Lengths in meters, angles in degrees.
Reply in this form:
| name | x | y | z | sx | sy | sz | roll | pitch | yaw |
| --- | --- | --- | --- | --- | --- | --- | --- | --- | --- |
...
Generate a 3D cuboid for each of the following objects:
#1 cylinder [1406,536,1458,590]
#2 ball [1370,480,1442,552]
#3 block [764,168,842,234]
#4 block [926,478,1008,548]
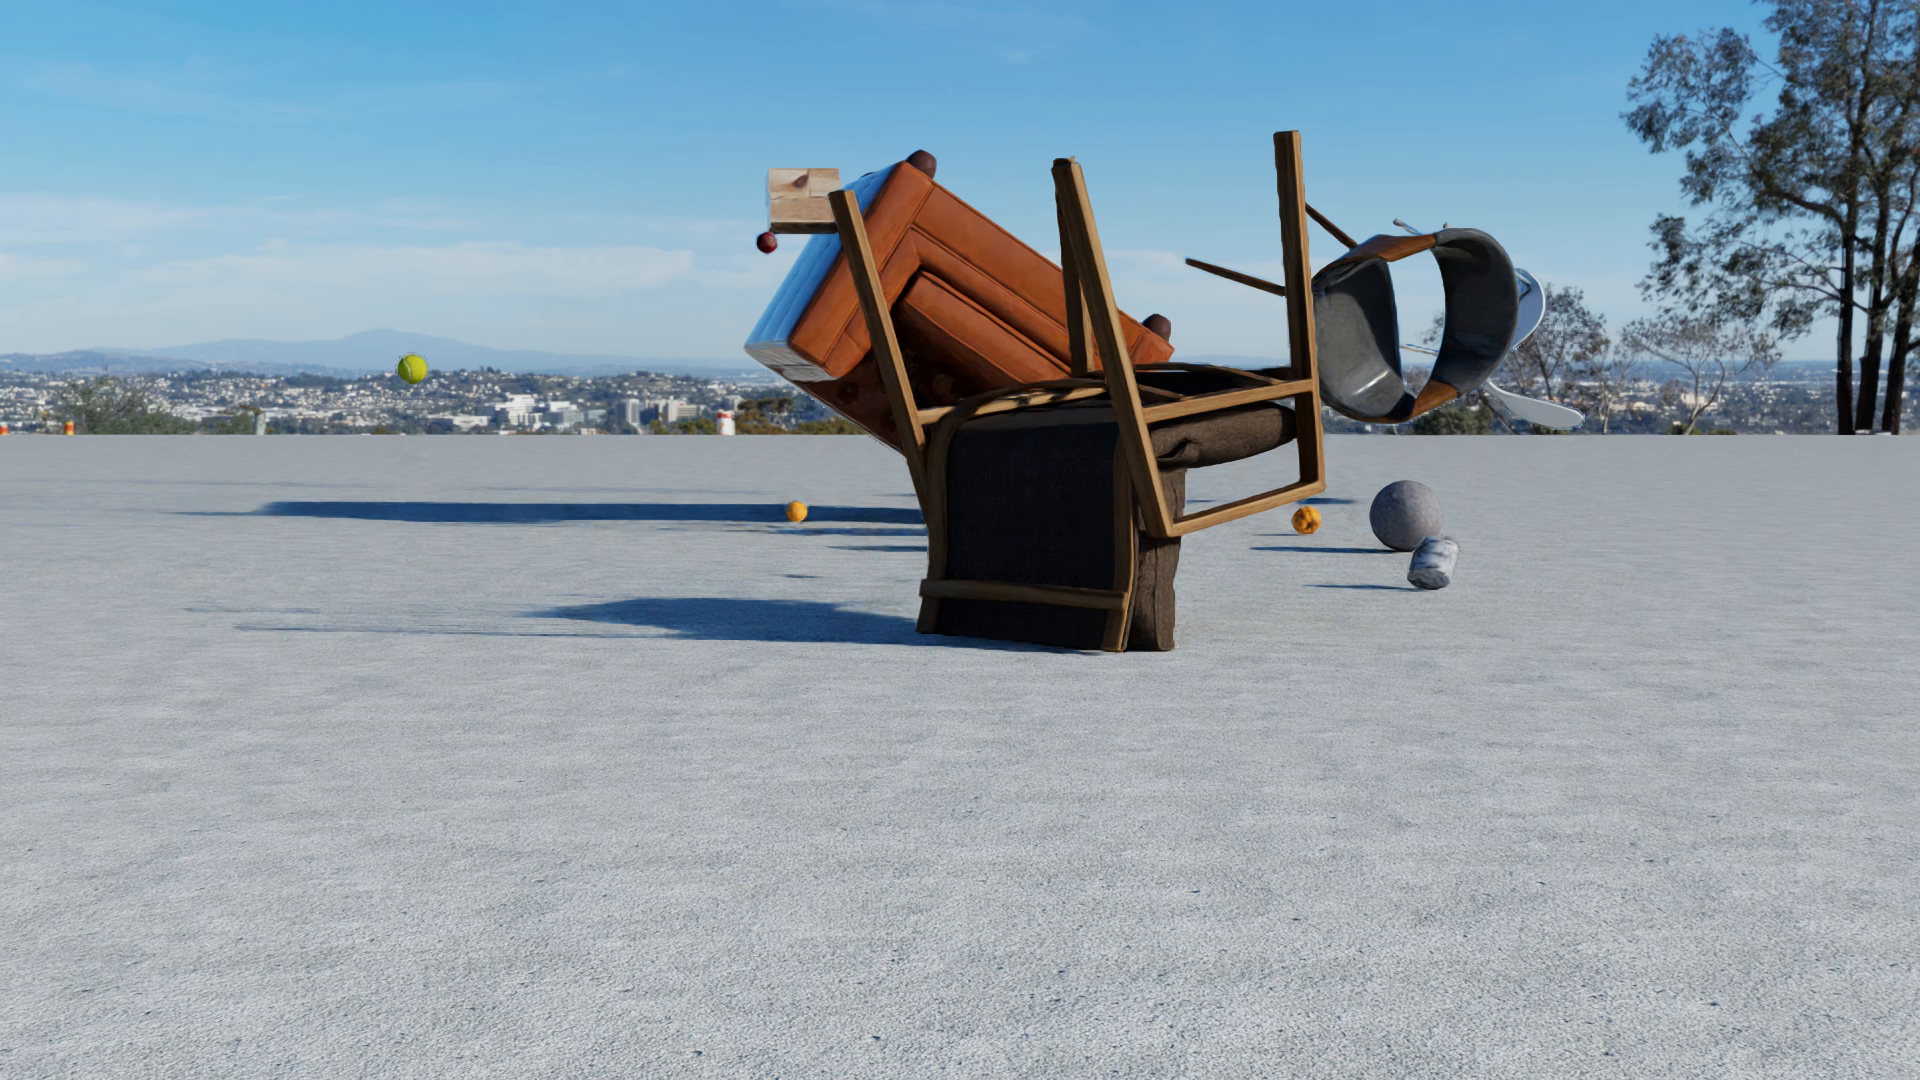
| name | x | y | z | sx | sy | sz | roll | pitch | yaw |
| --- | --- | --- | --- | --- | --- | --- | --- | --- | --- |
| cylinder | 1.055 | 0.051 | 4.910 | 0.083 | 0.087 | 0.101 | 39 | -32 | -27 |
| ball | 1.229 | -0.066 | 6.060 | 0.198 | 0.198 | 0.198 | 0 | 4 | 0 |
| block | -0.504 | -1.090 | 7.076 | 0.229 | 0.182 | 0.114 | -2 | -9 | -12 |
| block | 0.018 | -0.074 | 6.120 | 0.129 | 0.120 | 0.165 | 32 | -32 | -31 |
